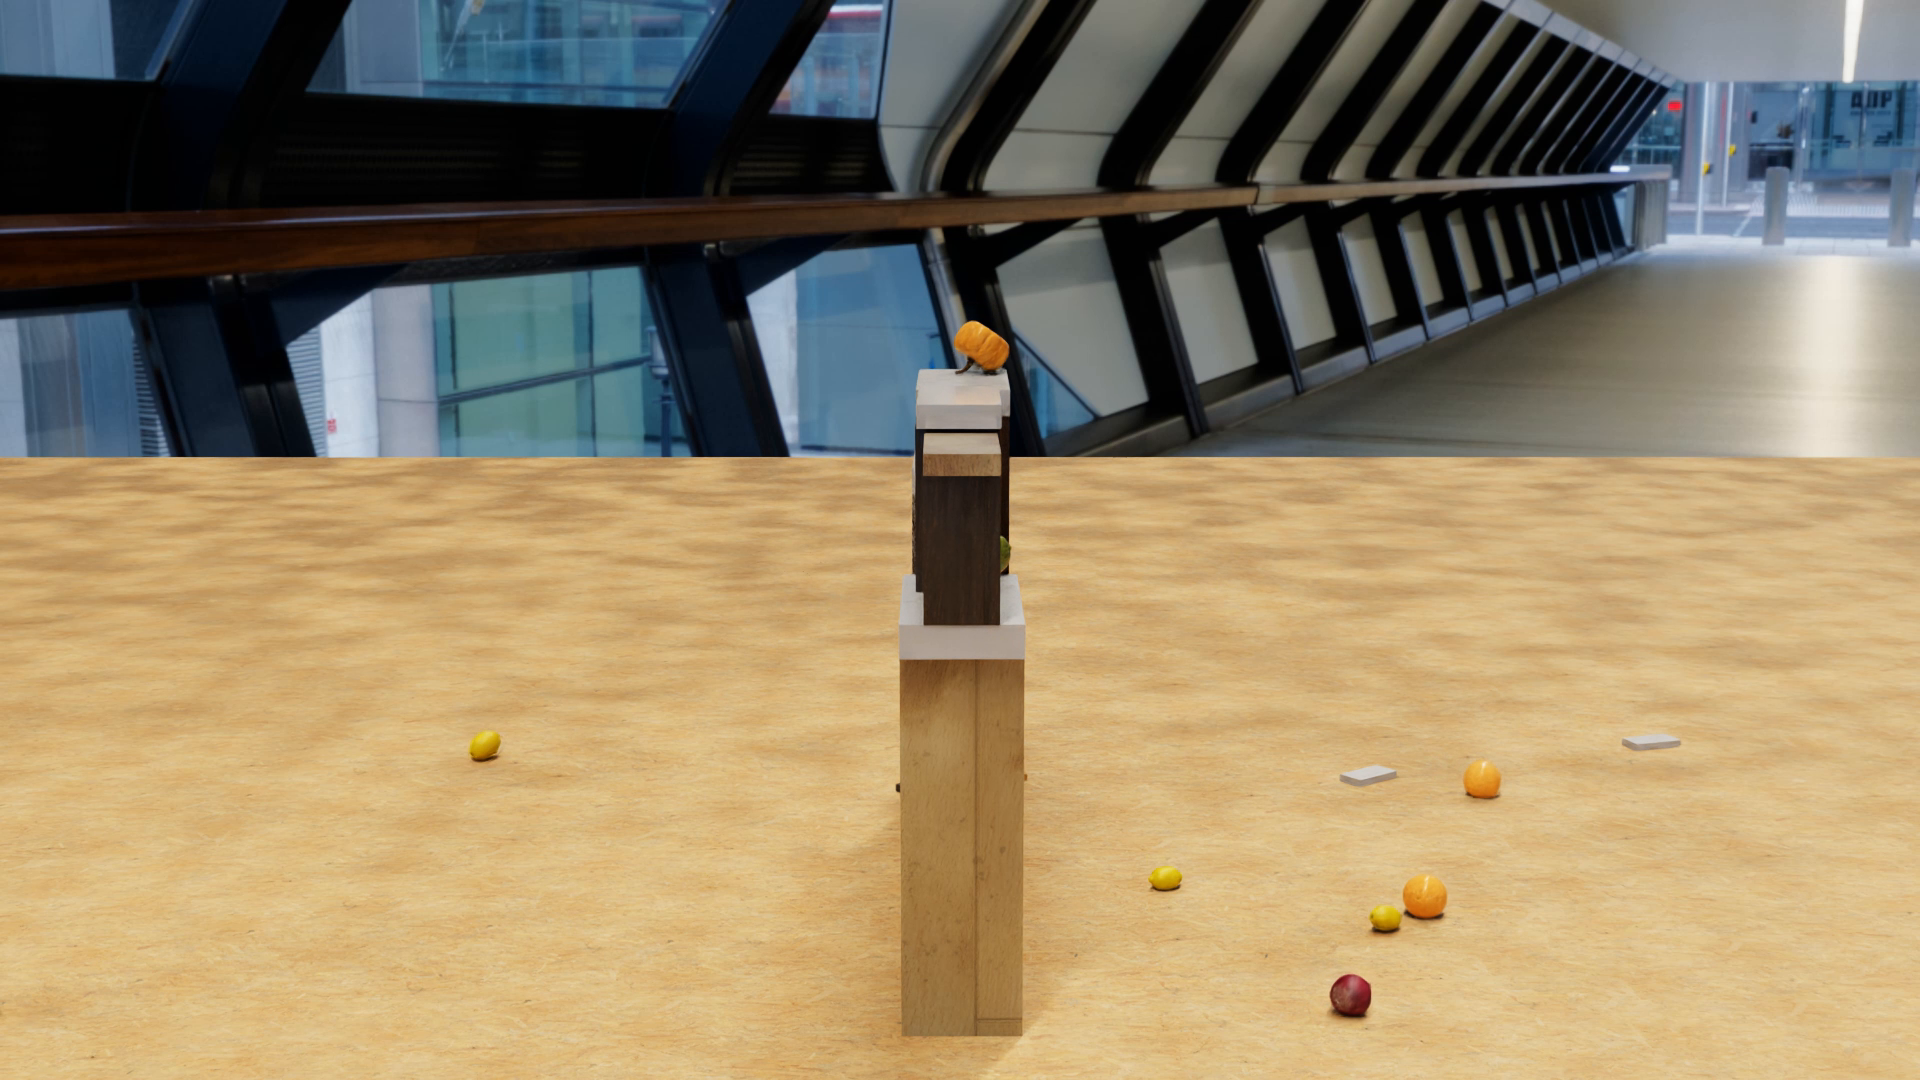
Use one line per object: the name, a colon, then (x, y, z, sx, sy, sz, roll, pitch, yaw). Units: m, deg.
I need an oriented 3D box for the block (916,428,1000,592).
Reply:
block: (-0.004, -0.046, 3.149, 0.120, 0.239, 0.034, 0, 11, 0)

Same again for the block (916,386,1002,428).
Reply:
block: (-0.001, -0.194, 3.201, 0.120, 0.034, 0.239, 0, 10, 0)

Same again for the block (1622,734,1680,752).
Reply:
block: (1.430, 0.419, 4.550, 0.105, 0.015, 0.053, -3, 11, -18)

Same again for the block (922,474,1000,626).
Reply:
block: (0.002, 0.011, 2.940, 0.103, 0.205, 0.029, 0, 11, 0)

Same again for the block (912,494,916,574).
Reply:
block: (-0.004, 0.079, 3.869, 0.160, 0.319, 0.045, 0, 0, 0)

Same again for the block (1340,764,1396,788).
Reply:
block: (0.801, 0.463, 4.313, 0.105, 0.015, 0.053, -8, 13, -37)

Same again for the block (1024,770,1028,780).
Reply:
block: (0.103, 0.457, 4.347, 0.045, 0.013, 0.091, -1, 11, -8)

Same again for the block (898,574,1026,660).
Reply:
block: (0.002, 0.106, 3.121, 0.170, 0.048, 0.340, 0, 11, 0)

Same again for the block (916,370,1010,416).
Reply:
block: (0.004, -0.233, 3.467, 0.143, 0.041, 0.286, 0, 11, 0)

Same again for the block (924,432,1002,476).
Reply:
block: (0.002, -0.117, 2.986, 0.103, 0.029, 0.205, 0, 11, 0)

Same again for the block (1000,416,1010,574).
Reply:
block: (0.005, -0.055, 3.404, 0.143, 0.286, 0.041, 0, 11, 1)

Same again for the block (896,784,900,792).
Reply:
block: (-0.068, 0.474, 4.253, 0.105, 0.015, 0.053, -10, 15, -44)

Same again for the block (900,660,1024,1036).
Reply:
block: (0.003, 0.422, 3.064, 0.170, 0.552, 0.048, 0, 11, 0)

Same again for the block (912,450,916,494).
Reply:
block: (-0.004, -0.132, 4.011, 0.160, 0.045, 0.319, 0, 10, 0)
